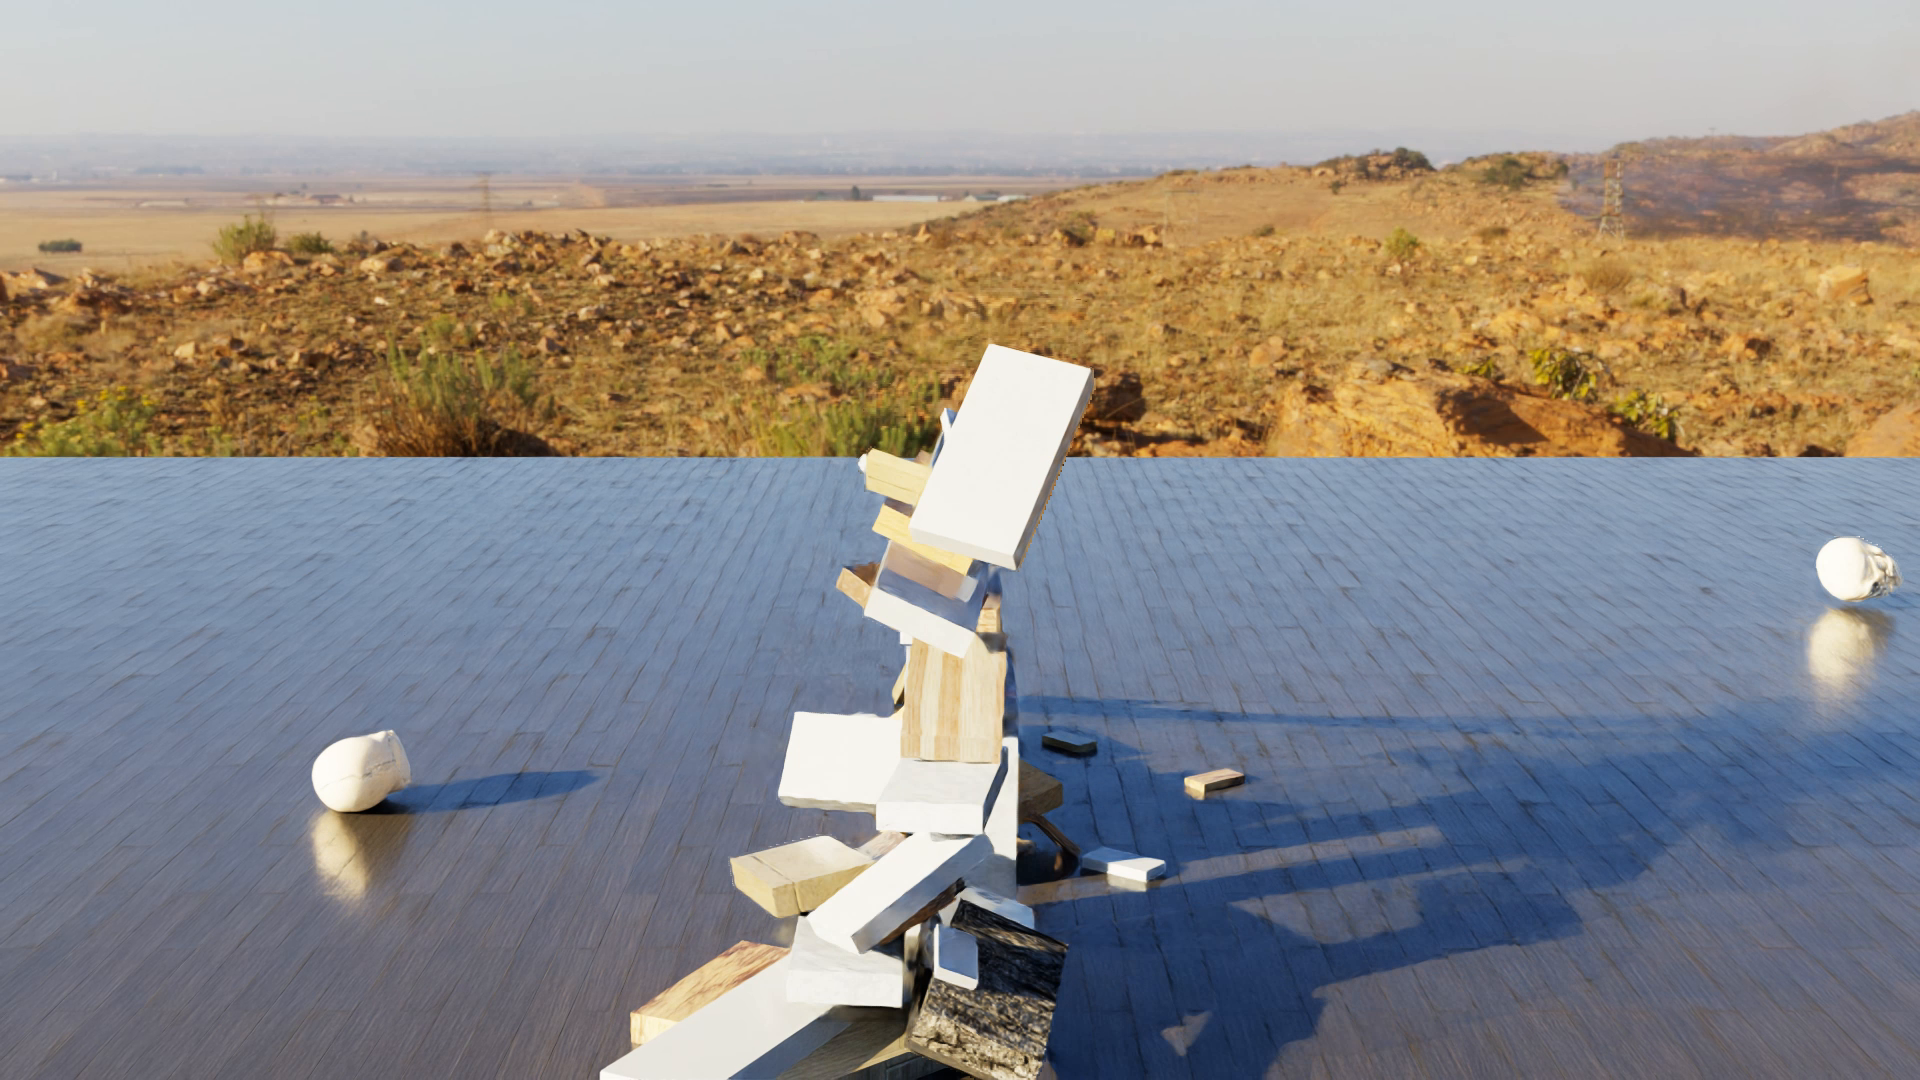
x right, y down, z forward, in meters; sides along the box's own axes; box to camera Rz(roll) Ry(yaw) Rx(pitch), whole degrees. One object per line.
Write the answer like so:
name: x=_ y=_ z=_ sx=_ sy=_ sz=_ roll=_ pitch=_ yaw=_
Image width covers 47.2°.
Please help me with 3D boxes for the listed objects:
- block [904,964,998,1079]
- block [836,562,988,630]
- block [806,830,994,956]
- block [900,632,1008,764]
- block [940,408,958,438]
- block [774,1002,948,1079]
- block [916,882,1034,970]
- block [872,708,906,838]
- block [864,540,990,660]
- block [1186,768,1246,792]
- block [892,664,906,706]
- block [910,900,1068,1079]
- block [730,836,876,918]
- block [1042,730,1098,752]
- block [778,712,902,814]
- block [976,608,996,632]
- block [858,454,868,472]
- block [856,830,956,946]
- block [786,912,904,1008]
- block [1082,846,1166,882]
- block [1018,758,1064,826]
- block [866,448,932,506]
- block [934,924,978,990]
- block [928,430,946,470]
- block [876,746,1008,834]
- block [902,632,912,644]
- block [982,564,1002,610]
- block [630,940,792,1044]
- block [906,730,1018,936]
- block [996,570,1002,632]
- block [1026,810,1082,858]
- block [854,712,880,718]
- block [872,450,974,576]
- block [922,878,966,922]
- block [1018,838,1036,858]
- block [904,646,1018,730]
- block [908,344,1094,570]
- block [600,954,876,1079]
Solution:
block: x=0.016 y=0.647 z=2.997 sx=0.162 sy=0.046 sz=0.325 roll=23 pitch=6 yaw=-1
block: x=-0.072 y=0.078 z=3.409 sx=0.122 sy=0.035 sz=0.244 roll=36 pitch=22 yaw=25
block: x=-0.082 y=0.472 z=3.025 sx=0.244 sy=0.035 sz=0.122 roll=-35 pitch=21 yaw=-25
block: x=-0.007 y=0.230 z=3.302 sx=0.146 sy=0.041 sz=0.292 roll=3 pitch=29 yaw=1
block: x=0.010 y=-0.174 z=3.663 sx=0.072 sy=0.020 sz=0.143 roll=21 pitch=21 yaw=-14
block: x=-0.366 y=0.735 z=2.770 sx=0.883 sy=0.043 sz=0.153 roll=-10 pitch=14 yaw=-42
block: x=0.025 y=0.575 z=3.202 sx=0.162 sy=0.046 sz=0.325 roll=22 pitch=7 yaw=-2
block: x=-0.096 y=0.429 z=3.965 sx=0.160 sy=0.045 sz=0.320 roll=-39 pitch=29 yaw=2
block: x=-0.041 y=0.052 z=3.393 sx=0.160 sy=0.045 sz=0.413 roll=25 pitch=20 yaw=-4
block: x=0.498 y=0.468 z=4.285 sx=0.108 sy=0.015 sz=0.054 roll=-7 pitch=13 yaw=-35
block: x=-0.069 y=0.301 z=4.781 sx=0.121 sy=0.034 sz=0.242 roll=-7 pitch=-19 yaw=-13
block: x=0.044 y=0.597 z=2.915 sx=0.162 sy=0.046 sz=0.325 roll=23 pitch=18 yaw=1
block: x=-0.232 y=0.496 z=3.259 sx=0.155 sy=0.044 sz=0.310 roll=-12 pitch=3 yaw=-16
block: x=0.227 y=0.418 z=4.556 sx=0.054 sy=0.015 sz=0.108 roll=-9 pitch=14 yaw=-41
block: x=-0.143 y=0.392 z=3.820 sx=0.319 sy=0.160 sz=0.045 roll=3 pitch=-29 yaw=13
block: x=-0.001 y=0.158 z=3.515 sx=0.119 sy=0.034 sz=0.238 roll=1 pitch=28 yaw=1
block: x=-0.082 y=-0.087 z=3.322 sx=0.143 sy=0.020 sz=0.072 roll=26 pitch=5 yaw=-12
block: x=-0.105 y=0.503 z=3.230 sx=0.122 sy=0.035 sz=0.414 roll=-30 pitch=8 yaw=-9
block: x=-0.156 y=0.583 z=3.076 sx=0.153 sy=0.043 sz=0.306 roll=3 pitch=5 yaw=-1
block: x=0.282 y=0.558 z=3.788 sx=0.131 sy=0.019 sz=0.066 roll=8 pitch=13 yaw=37
block: x=0.006 y=0.427 z=4.076 sx=0.160 sy=0.045 sz=0.378 roll=-21 pitch=30 yaw=-34
block: x=-0.066 y=-0.080 z=3.177 sx=0.143 sy=0.072 sz=0.020 roll=20 pitch=55 yaw=14
block: x=-0.006 y=0.548 z=2.894 sx=0.056 sy=0.016 sz=0.112 roll=20 pitch=18 yaw=-8
block: x=0.023 y=-0.108 z=3.605 sx=0.146 sy=0.041 sz=0.292 roll=25 pitch=20 yaw=-3
block: x=-0.022 y=0.353 z=3.144 sx=0.146 sy=0.041 sz=0.292 roll=1 pitch=11 yaw=8
block: x=-0.022 y=0.157 z=3.855 sx=0.160 sy=0.045 sz=0.320 roll=0 pitch=-2 yaw=-1
block: x=-0.005 y=0.017 z=3.632 sx=0.119 sy=0.034 sz=0.238 roll=6 pitch=39 yaw=-13
block: x=-0.325 y=0.660 z=3.172 sx=0.153 sy=0.043 sz=0.306 roll=5 pitch=12 yaw=24
block: x=0.002 y=0.451 z=3.457 sx=0.174 sy=0.348 sz=0.049 roll=0 pitch=15 yaw=0
block: x=0.022 y=0.187 z=4.365 sx=0.121 sy=0.034 sz=1.031 roll=0 pitch=-19 yaw=2
block: x=0.165 y=0.515 z=3.852 sx=0.103 sy=0.015 sz=0.051 roll=44 pitch=-12 yaw=-27
block: x=-0.220 y=0.392 z=4.695 sx=0.054 sy=0.015 sz=0.108 roll=5 pitch=12 yaw=26
block: x=-0.028 y=-0.048 z=3.522 sx=0.160 sy=0.045 sz=0.320 roll=26 pitch=20 yaw=1
block: x=-0.045 y=0.520 z=3.160 sx=0.056 sy=0.016 sz=0.112 roll=-17 pitch=8 yaw=36
block: x=0.065 y=0.538 z=3.855 sx=0.066 sy=0.019 sz=0.131 roll=-11 pitch=9 yaw=-42
block: x=0.000 y=0.235 z=3.528 sx=0.174 sy=0.049 sz=0.348 roll=0 pitch=10 yaw=-1
block: x=0.060 y=-0.119 z=3.062 sx=0.155 sy=0.310 sz=0.044 roll=16 pitch=-25 yaw=17
block: x=-0.275 y=0.658 z=2.944 sx=0.155 sy=0.044 sz=0.474 roll=5 pitch=12 yaw=27
